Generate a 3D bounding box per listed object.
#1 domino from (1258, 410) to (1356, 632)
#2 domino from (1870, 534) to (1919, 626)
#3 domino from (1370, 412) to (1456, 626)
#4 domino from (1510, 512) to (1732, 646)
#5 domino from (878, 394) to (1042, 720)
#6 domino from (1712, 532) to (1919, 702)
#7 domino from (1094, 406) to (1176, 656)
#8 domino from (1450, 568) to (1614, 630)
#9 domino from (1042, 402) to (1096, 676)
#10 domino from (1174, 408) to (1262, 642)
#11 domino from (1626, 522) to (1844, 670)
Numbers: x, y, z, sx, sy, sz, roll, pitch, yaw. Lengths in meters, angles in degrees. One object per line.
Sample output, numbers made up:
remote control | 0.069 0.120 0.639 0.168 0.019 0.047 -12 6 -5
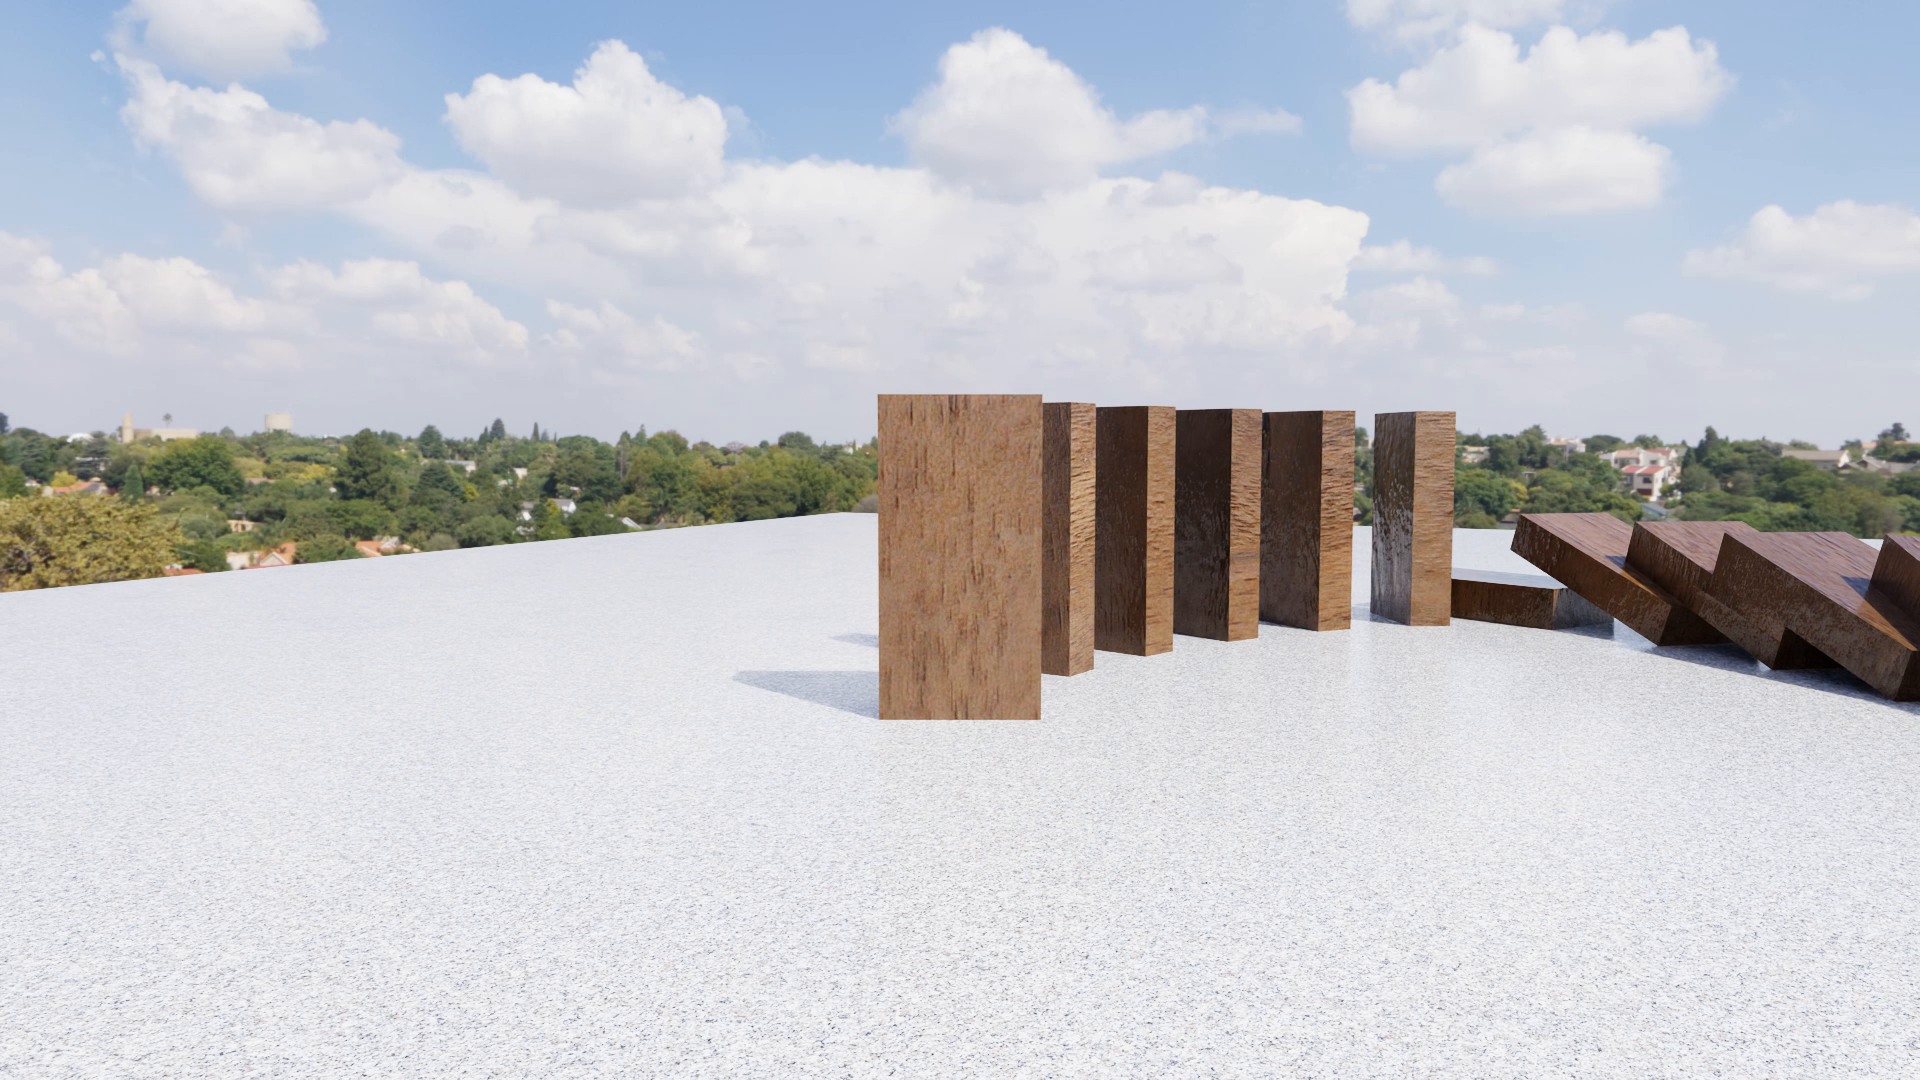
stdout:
domino | 0.080 -0.005 0.302 0.010 0.050 0.025 -2 5 -25
domino | 0.173 0.014 0.207 0.025 0.009 0.050 5 23 10
domino | 0.109 -0.006 0.310 0.009 0.050 0.025 0 4 -3
domino | 0.153 0.008 0.293 0.025 0.009 0.050 -1 24 -15
domino | 0.000 0.002 0.201 0.025 0.050 0.009 0 4 0
domino | 0.165 0.013 0.234 0.025 0.009 0.050 0 23 -4
domino | 0.031 -0.002 0.267 0.025 0.050 0.009 4 6 44
domino | 0.132 0.014 0.320 0.025 0.010 0.050 -3 5 -33
domino | 0.012 -0.001 0.243 0.025 0.050 0.009 3 5 34
domino | 0.054 -0.004 0.287 0.009 0.050 0.025 -3 5 -36
domino | 0.164 0.010 0.264 0.025 0.009 0.050 0 23 -5
